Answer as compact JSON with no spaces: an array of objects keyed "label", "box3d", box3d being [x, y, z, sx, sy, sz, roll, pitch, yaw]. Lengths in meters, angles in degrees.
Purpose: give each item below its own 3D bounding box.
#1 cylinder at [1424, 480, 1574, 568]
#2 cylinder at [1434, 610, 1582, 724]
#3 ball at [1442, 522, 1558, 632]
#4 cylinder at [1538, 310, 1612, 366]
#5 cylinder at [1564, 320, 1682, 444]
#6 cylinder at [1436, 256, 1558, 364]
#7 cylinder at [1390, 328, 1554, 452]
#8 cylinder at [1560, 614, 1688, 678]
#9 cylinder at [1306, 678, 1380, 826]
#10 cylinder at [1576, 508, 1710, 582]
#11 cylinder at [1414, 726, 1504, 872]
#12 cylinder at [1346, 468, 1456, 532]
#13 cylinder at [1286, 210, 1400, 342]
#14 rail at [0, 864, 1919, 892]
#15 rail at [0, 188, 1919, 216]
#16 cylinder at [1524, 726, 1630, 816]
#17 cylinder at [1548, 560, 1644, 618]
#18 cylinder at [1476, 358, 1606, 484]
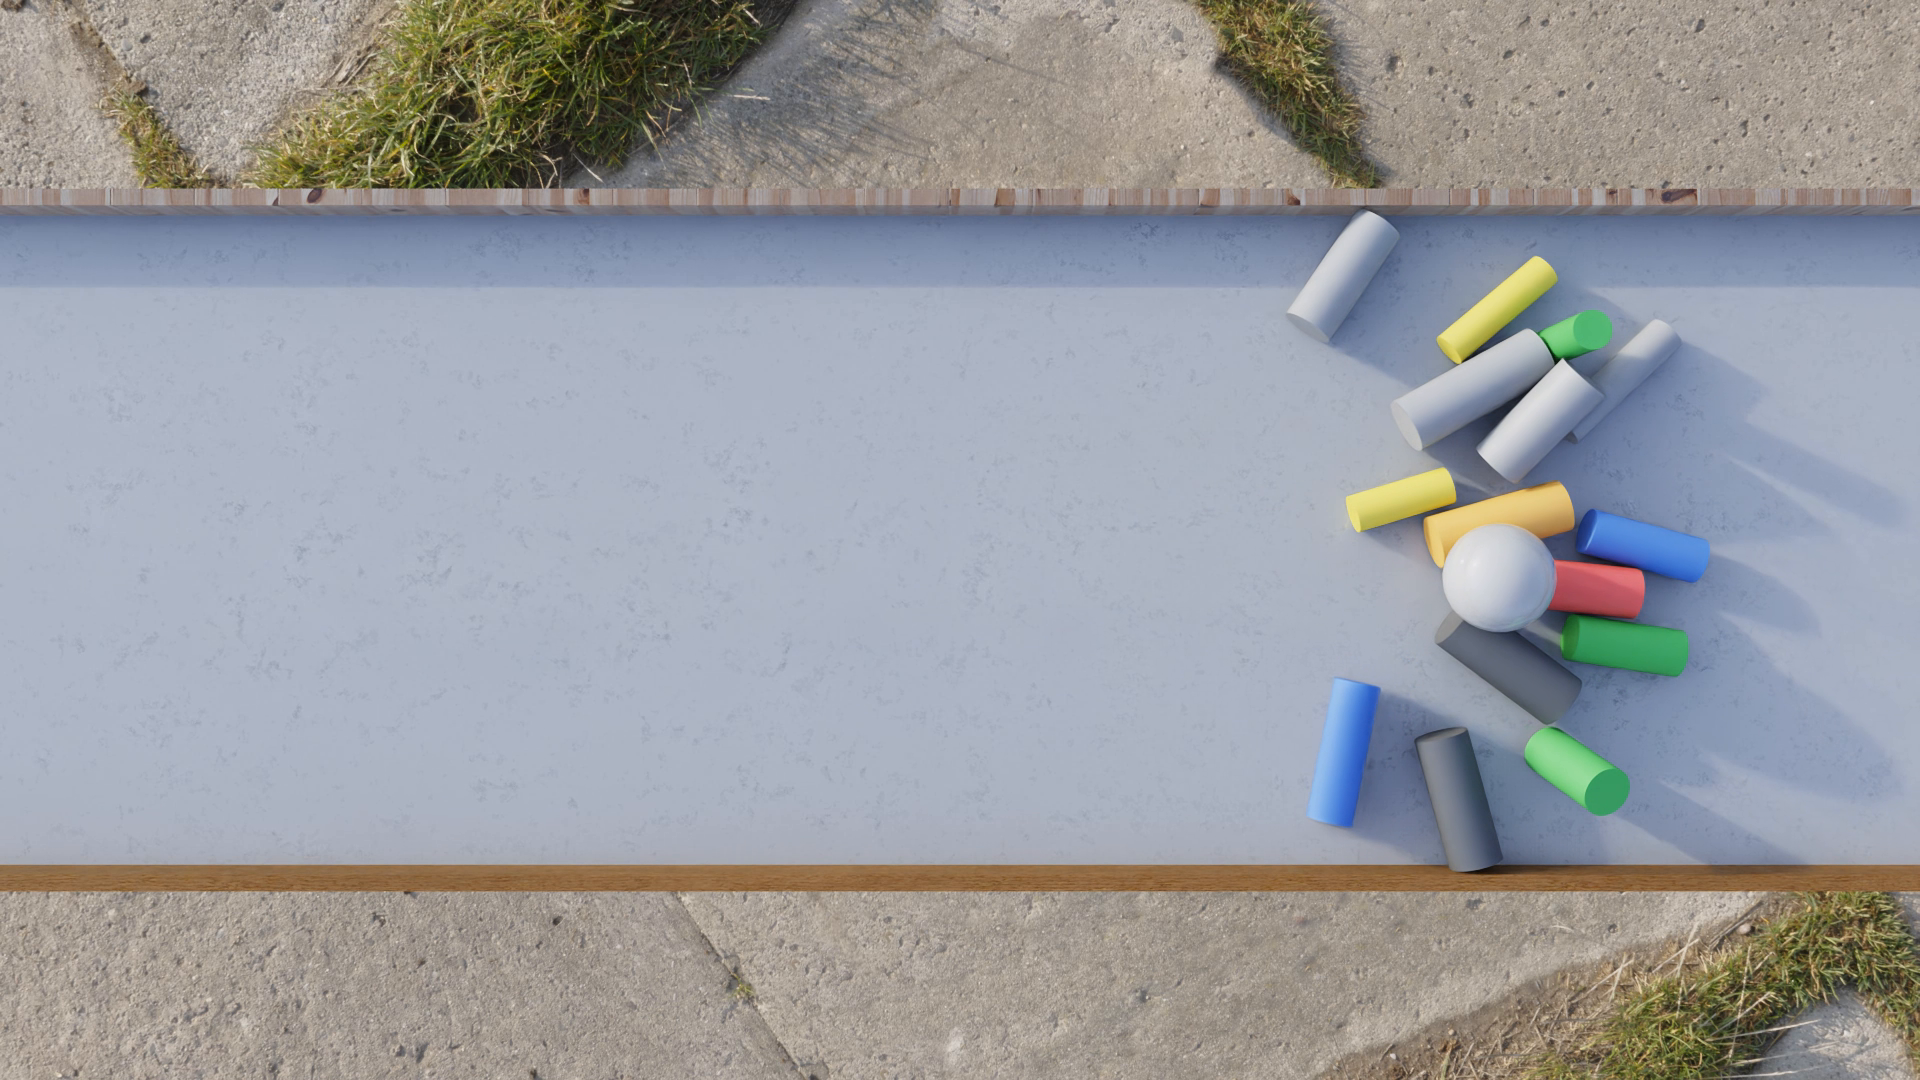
[{"label":"cylinder","box3d":[1.630,-0.049,4.997,0.406,0.160,0.160,-16,90,0]},{"label":"cylinder","box3d":[1.657,0.367,4.990,0.411,0.174,0.174,37,90,0]},{"label":"ball","box3d":[1.569,0.109,4.799,0.318,0.318,0.318,0,90,0]},{"label":"cylinder","box3d":[1.812,-0.596,4.903,0.116,0.343,0.116,0,88,-1]},{"label":"cylinder","box3d":[1.993,-0.482,5.019,0.433,0.114,0.114,-43,90,0]},{"label":"cylinder","box3d":[1.635,-0.700,5.023,0.382,0.106,0.106,-40,90,0]},{"label":"cylinder","box3d":[1.551,-0.454,4.990,0.457,0.171,0.171,-29,90,0]},{"label":"cylinder","box3d":[2.015,0.319,5.004,0.331,0.145,0.145,9,90,0]},{"label":"cylinder","box3d":[1.166,0.642,5.008,0.138,0.138,0.429,12,90,0]},{"label":"cylinder","box3d":[2.071,0.018,5.008,0.351,0.138,0.138,15,90,0]},{"label":"cylinder","box3d":[1.510,0.784,4.996,0.162,0.162,0.403,-15,90,0]},{"label":"cylinder","box3d":[1.341,-0.122,5.019,0.302,0.115,0.115,-17,90,0]},{"label":"cylinder","box3d":[1.160,-0.800,4.998,0.157,0.157,0.379,34,90,0]},{"label":"rail","box3d":[-2.247,1.025,5.001,12.000,0.150,0.050,0,90,0]},{"label":"rail","box3d":[-2.247,-1.025,5.002,12.000,0.150,0.050,0,90,0]},{"label":"cylinder","box3d":[1.833,0.685,4.909,0.150,0.300,0.150,-5,108,-14]},{"label":"cylinder","box3d":[1.856,0.142,4.999,0.376,0.154,0.154,6,90,0]},{"label":"cylinder","box3d":[1.733,-0.354,4.931,0.167,0.167,0.360,40,112,0]}]
